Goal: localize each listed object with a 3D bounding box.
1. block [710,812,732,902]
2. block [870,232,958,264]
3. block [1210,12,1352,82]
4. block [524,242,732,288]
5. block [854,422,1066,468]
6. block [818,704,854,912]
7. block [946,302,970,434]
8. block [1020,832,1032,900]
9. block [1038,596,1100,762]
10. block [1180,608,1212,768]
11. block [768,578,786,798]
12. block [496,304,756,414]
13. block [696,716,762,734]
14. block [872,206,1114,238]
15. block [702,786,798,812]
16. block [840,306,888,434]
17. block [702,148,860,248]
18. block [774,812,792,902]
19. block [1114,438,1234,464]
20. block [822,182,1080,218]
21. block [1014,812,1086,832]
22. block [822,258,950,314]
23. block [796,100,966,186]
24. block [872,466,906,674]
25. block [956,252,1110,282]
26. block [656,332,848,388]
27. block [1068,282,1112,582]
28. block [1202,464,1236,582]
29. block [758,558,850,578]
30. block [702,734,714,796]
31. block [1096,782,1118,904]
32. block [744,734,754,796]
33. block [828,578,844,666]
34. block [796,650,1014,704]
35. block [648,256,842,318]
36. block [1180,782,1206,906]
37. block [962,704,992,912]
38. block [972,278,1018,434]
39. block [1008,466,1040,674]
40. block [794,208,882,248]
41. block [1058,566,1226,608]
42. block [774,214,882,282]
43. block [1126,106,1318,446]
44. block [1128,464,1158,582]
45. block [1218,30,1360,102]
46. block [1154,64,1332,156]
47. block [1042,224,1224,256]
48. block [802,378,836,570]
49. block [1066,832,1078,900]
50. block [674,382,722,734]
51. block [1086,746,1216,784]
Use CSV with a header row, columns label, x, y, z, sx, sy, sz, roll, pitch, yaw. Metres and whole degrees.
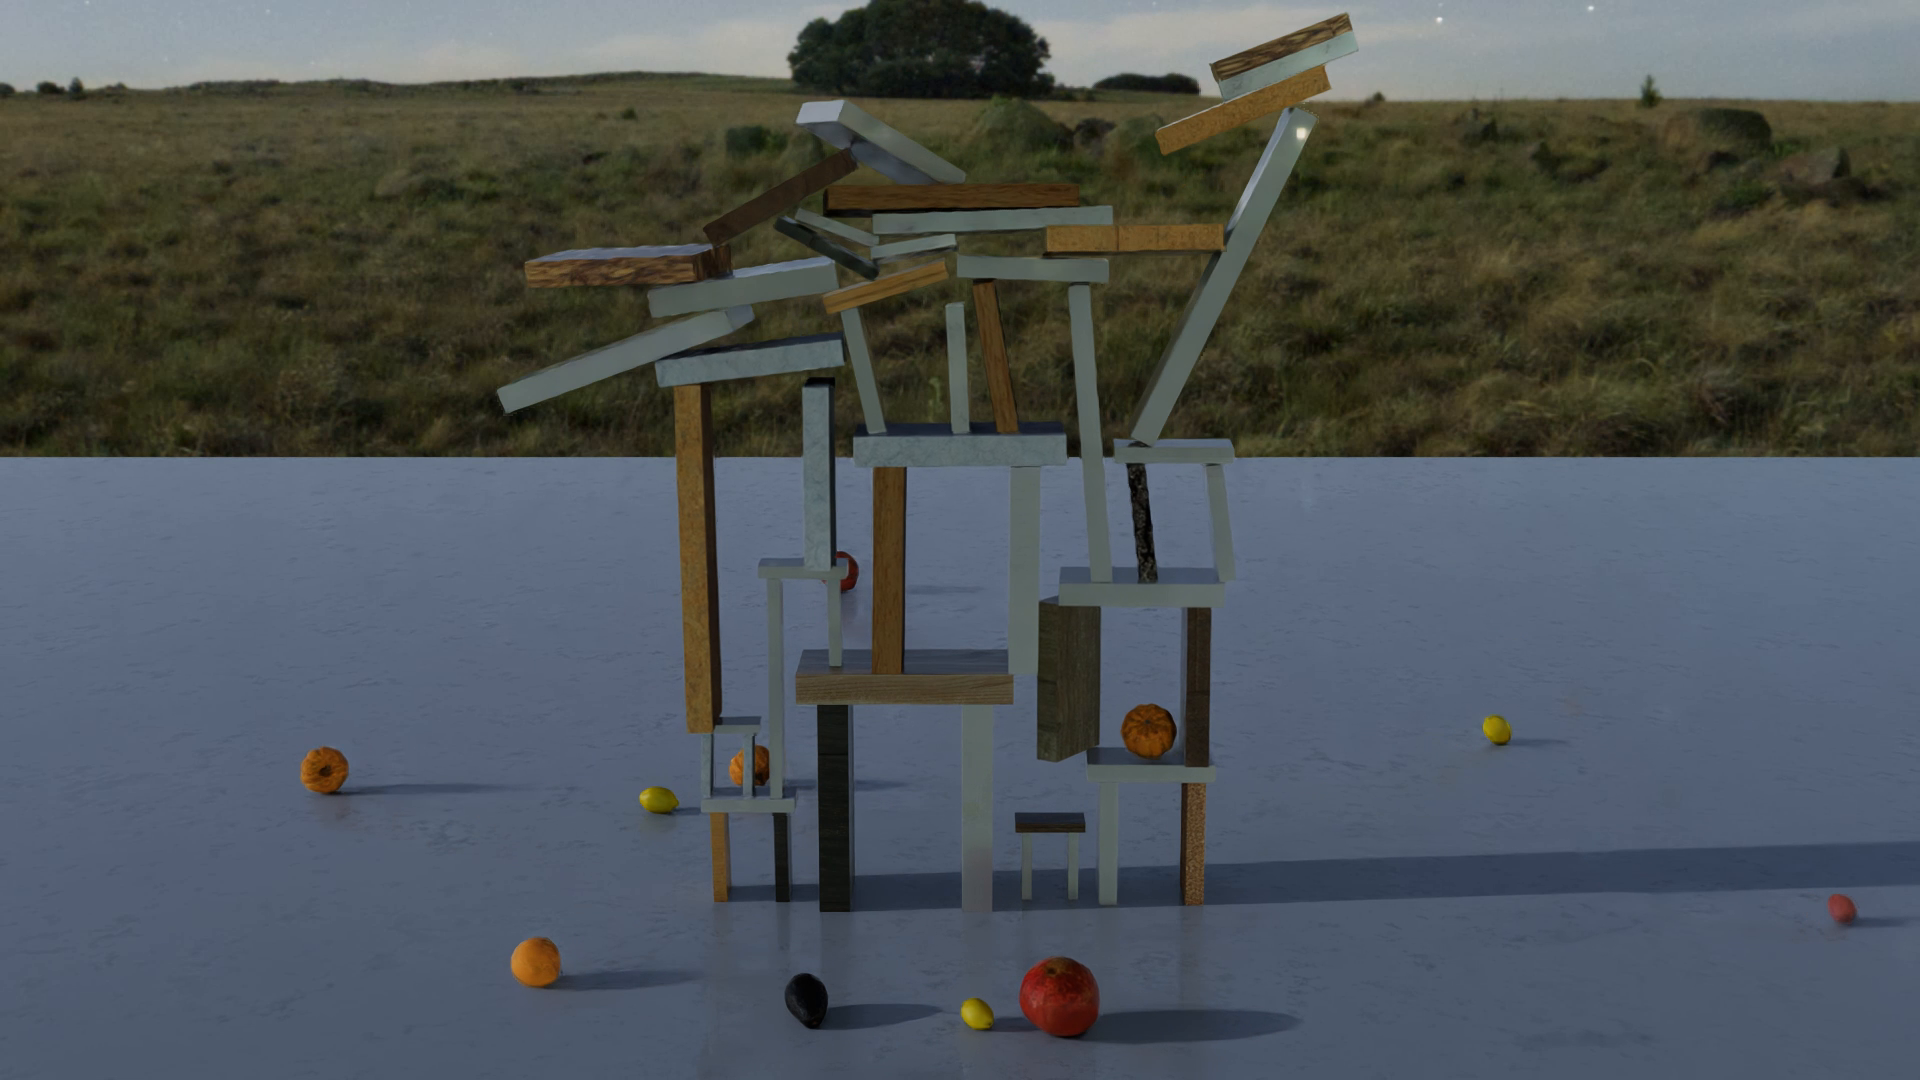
label,x,y,z,sx,sy,sz,roll,pitch,yaw
block,-0.397,0.515,3.652,0.022,0.153,0.076,-1,10,0
block,-0.072,-0.460,3.471,0.136,0.019,0.068,-9,0,3
block,0.499,-0.767,3.427,0.216,0.031,0.108,-20,10,7
block,-0.534,-0.443,3.547,0.294,0.042,0.147,0,15,18
block,0.000,-0.154,3.530,0.334,0.047,0.167,0,11,0
block,-0.204,0.419,3.637,0.049,0.348,0.174,0,11,0
block,-0.003,-0.276,3.505,0.028,0.199,0.099,-3,10,1
block,0.110,0.533,3.659,0.016,0.115,0.058,0,11,0
block,0.180,0.221,3.625,0.037,0.265,0.132,8,13,35
block,0.385,0.226,3.599,0.037,0.265,0.132,0,11,2
block,-0.301,0.237,3.609,0.020,0.367,0.072,0,10,0
block,-0.537,-0.300,3.545,0.403,0.042,0.147,-18,11,13
block,-0.380,0.305,3.619,0.104,0.015,0.052,-1,10,-1
block,0.050,-0.504,3.487,0.375,0.031,0.108,-2,5,-1
block,-0.347,0.429,3.636,0.153,0.022,0.077,0,10,0
block,-0.152,-0.274,3.503,0.028,0.199,0.099,-12,10,2
block,-0.281,-0.543,3.480,0.256,0.036,0.128,-28,9,5
block,-0.293,0.515,3.652,0.022,0.153,0.076,-1,10,0
block,0.342,-0.143,3.534,0.189,0.027,0.095,0,11,3
block,-0.017,-0.539,3.494,0.394,0.036,0.128,-2,2,-7
block,0.149,0.469,3.647,0.115,0.016,0.058,0,11,0
block,-0.115,-0.402,3.480,0.199,0.028,0.099,-16,10,3
block,-0.126,-0.631,3.542,0.256,0.036,0.128,25,-7,-34
block,-0.114,0.035,3.565,0.047,0.334,0.167,1,11,0
block,0.114,-0.431,3.477,0.236,0.033,0.118,2,9,-1
block,-0.330,-0.289,3.514,0.293,0.042,0.147,-7,10,1
block,0.210,-0.177,3.535,0.033,0.474,0.118,-4,11,4
block,0.417,-0.035,3.546,0.027,0.189,0.094,-8,10,3
block,-0.254,0.046,3.573,0.144,0.020,0.072,0,10,0
block,-0.417,0.364,3.631,0.015,0.104,0.052,2,11,-1
block,0.244,0.487,3.649,0.030,0.209,0.104,0,11,1
block,-0.349,0.365,3.632,0.015,0.104,0.052,1,9,-1
block,-0.204,0.127,3.589,0.020,0.144,0.072,-1,10,-1
block,-0.088,0.223,3.601,0.348,0.049,0.174,0,11,0
block,-0.338,-0.403,3.479,0.294,0.042,0.147,-8,13,1
block,0.386,0.488,3.647,0.030,0.209,0.104,0,11,1
block,0.028,0.419,3.637,0.049,0.348,0.174,0,11,0
block,0.057,-0.297,3.505,0.033,0.236,0.118,-10,11,4
block,0.103,0.035,3.564,0.047,0.334,0.167,0,11,1
block,-0.192,-0.491,3.479,0.136,0.019,0.068,20,4,-1
block,0.295,0.076,3.578,0.265,0.037,0.132,1,11,4
block,-0.208,-0.460,3.460,0.178,0.019,0.068,28,11,-4
block,0.412,-0.418,3.492,0.039,0.567,0.138,26,10,-3
block,0.295,-0.036,3.556,0.027,0.189,0.094,-7,10,4
block,0.510,-0.738,3.427,0.216,0.031,0.108,-20,9,9
block,0.443,-0.676,3.453,0.275,0.039,0.138,-20,9,11
block,0.271,-0.473,3.478,0.275,0.039,0.138,-1,4,-1
block,-0.226,-0.108,3.543,0.042,0.293,0.147,0,10,0
block,0.187,0.533,3.659,0.016,0.115,0.058,0,11,0
block,-0.424,0.022,3.567,0.042,0.562,0.147,-1,10,0
block,0.313,0.370,3.626,0.209,0.030,0.104,0,11,2
